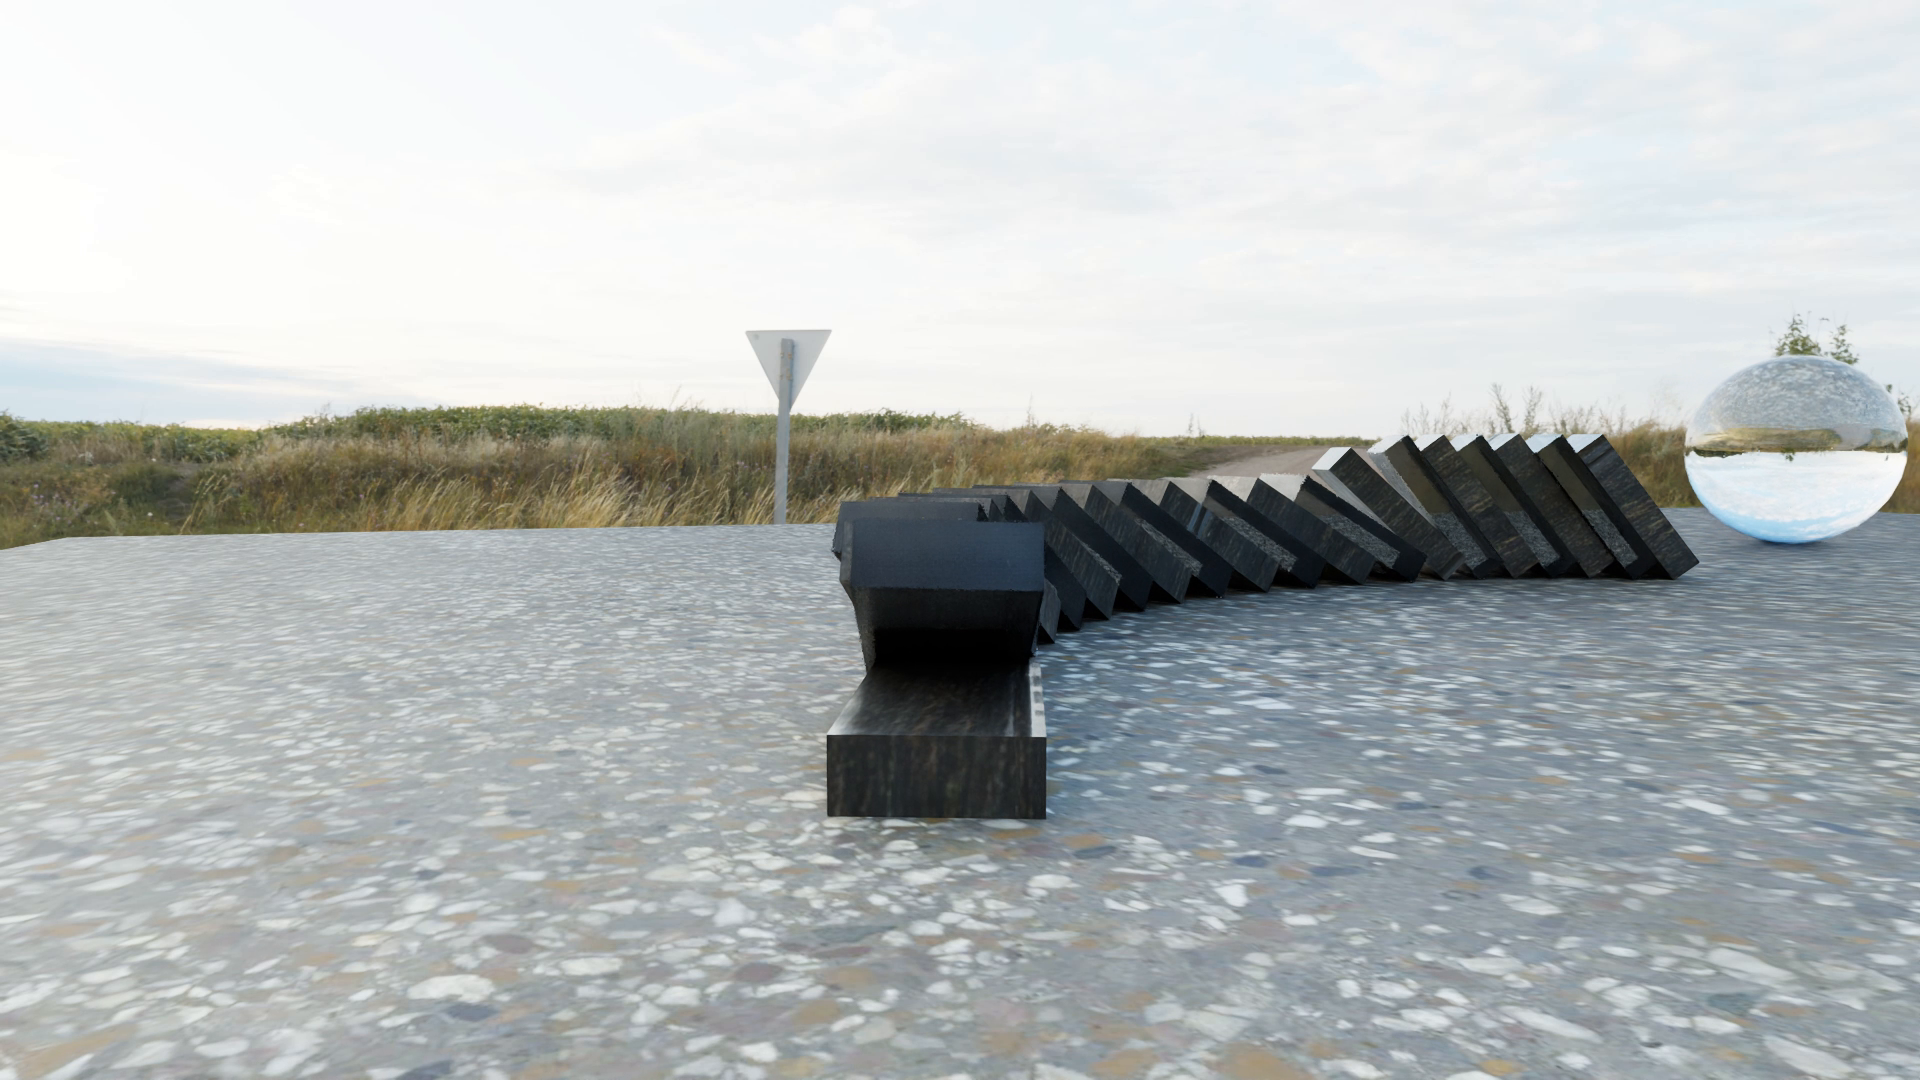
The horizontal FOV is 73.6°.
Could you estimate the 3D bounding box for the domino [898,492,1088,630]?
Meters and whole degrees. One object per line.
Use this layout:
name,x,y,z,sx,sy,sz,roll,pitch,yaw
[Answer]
domino,0.007,0.005,0.279,0.025,0.010,0.050,2,-24,27

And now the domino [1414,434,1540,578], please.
domino,0.165,-0.011,0.416,0.009,0.050,0.025,-37,0,7

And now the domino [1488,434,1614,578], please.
domino,0.189,-0.012,0.417,0.009,0.050,0.025,-37,-1,7

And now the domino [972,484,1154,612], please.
domino,0.025,0.002,0.317,0.025,0.010,0.050,3,-24,38

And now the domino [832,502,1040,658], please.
domino,-0.003,0.008,0.239,0.025,0.009,0.050,1,-25,17

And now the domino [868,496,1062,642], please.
domino,0.001,0.007,0.259,0.025,0.009,0.050,2,-24,22

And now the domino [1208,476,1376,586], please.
domino,0.098,-0.003,0.388,0.050,0.009,0.025,30,-8,-22

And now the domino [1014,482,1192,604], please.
domino,0.036,0.001,0.334,0.025,0.009,0.050,4,-23,44

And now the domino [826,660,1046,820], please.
domino,-0.002,0.025,0.171,0.025,0.010,0.050,0,4,3

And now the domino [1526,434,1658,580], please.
domino,0.200,-0.011,0.413,0.010,0.050,0.025,-37,0,7

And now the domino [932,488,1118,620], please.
domino,0.015,0.004,0.299,0.025,0.009,0.050,3,-24,33

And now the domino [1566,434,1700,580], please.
domino,0.212,-0.011,0.411,0.009,0.050,0.025,-37,0,7

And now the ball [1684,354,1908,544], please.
ball,0.354,-0.038,0.546,0.080,0.080,0.080,0,4,0

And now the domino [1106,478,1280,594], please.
domino,0.065,-0.001,0.364,0.050,0.009,0.025,32,-15,-32

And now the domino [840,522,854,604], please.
domino,-0.003,0.011,0.216,0.025,0.009,0.050,1,-22,7

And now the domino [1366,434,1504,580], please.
domino,0.152,-0.011,0.414,0.010,0.050,0.025,-37,0,7

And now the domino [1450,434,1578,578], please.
domino,0.177,-0.011,0.417,0.009,0.050,0.025,-37,0,7

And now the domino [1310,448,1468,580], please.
domino,0.136,-0.009,0.409,0.050,0.009,0.025,43,5,-1

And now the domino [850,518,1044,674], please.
domino,-0.002,0.011,0.190,0.025,0.010,0.050,1,-22,0

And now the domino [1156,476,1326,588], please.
domino,0.081,-0.002,0.377,0.050,0.009,0.025,31,-11,-27

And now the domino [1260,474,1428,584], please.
domino,0.117,-0.004,0.397,0.050,0.009,0.025,30,-6,-18

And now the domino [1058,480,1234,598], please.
domino,0.050,0.000,0.350,0.050,0.009,0.025,34,-18,-37
